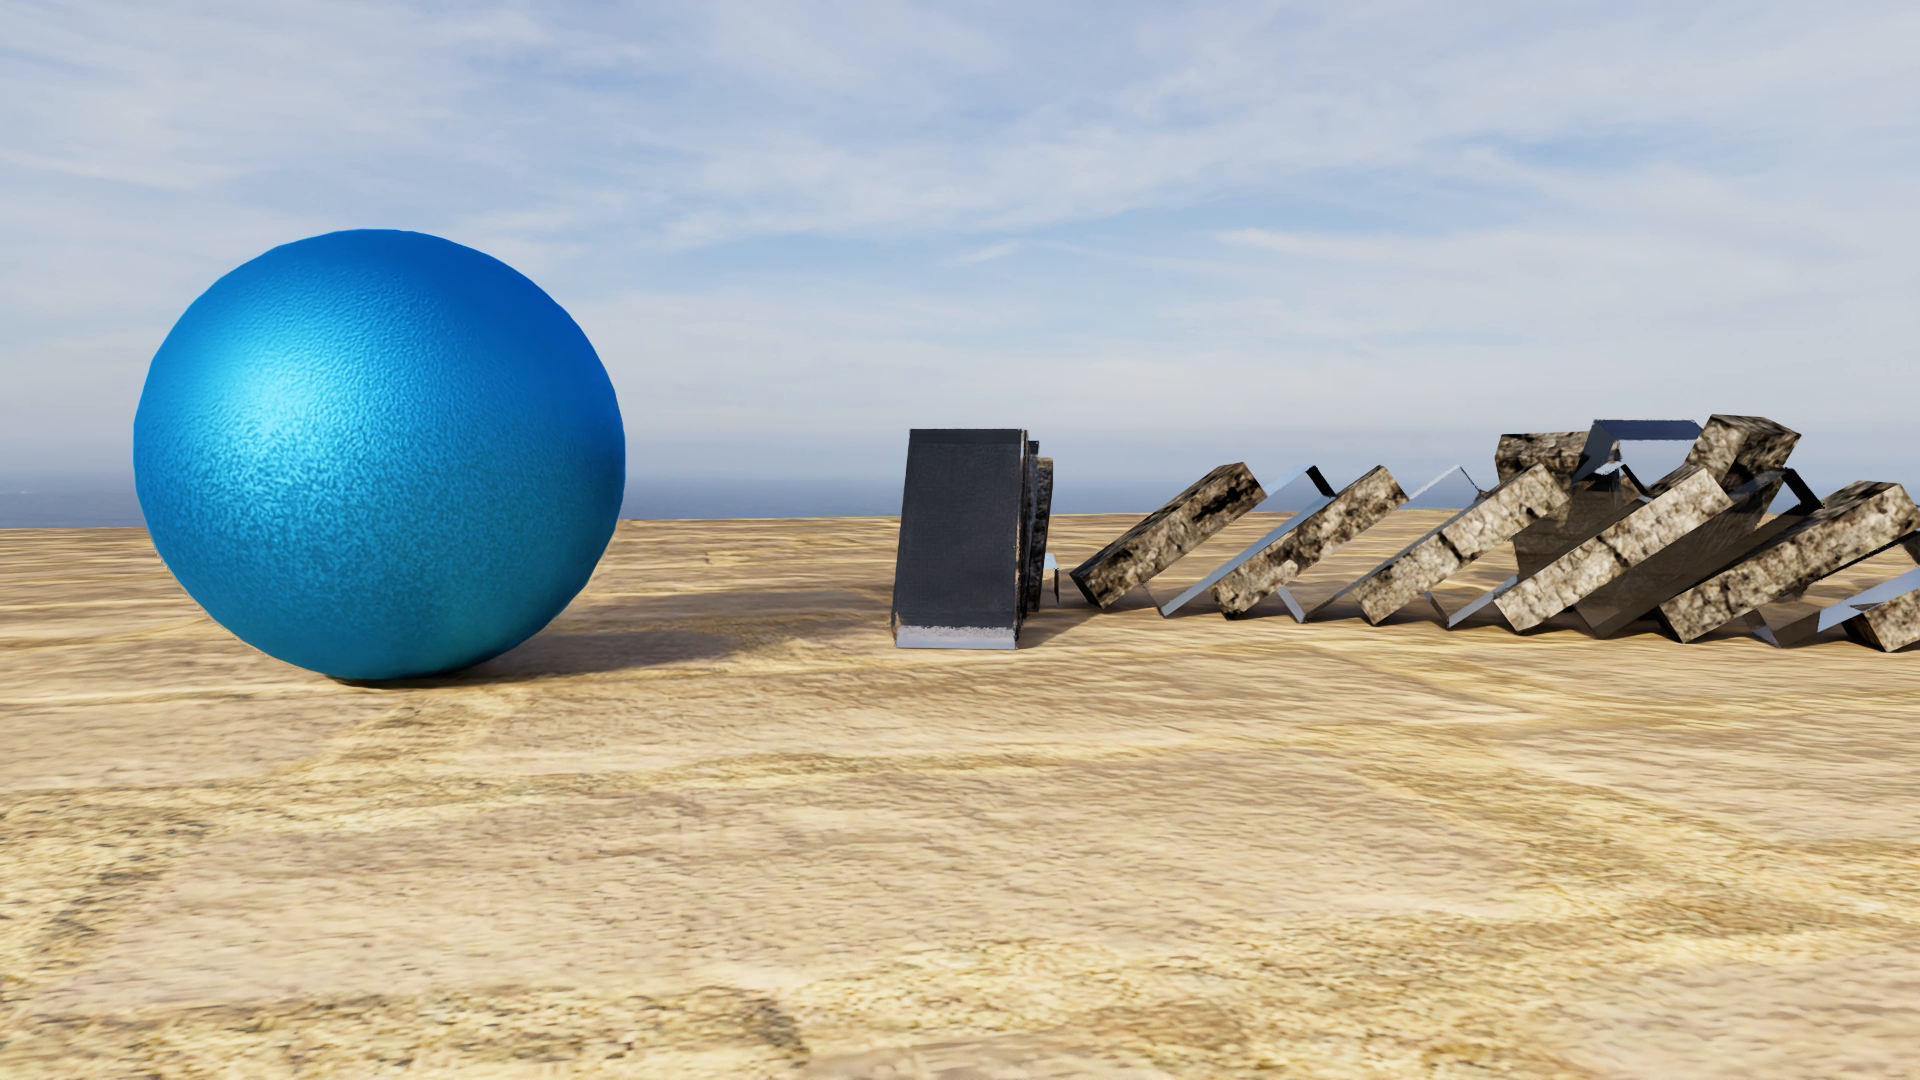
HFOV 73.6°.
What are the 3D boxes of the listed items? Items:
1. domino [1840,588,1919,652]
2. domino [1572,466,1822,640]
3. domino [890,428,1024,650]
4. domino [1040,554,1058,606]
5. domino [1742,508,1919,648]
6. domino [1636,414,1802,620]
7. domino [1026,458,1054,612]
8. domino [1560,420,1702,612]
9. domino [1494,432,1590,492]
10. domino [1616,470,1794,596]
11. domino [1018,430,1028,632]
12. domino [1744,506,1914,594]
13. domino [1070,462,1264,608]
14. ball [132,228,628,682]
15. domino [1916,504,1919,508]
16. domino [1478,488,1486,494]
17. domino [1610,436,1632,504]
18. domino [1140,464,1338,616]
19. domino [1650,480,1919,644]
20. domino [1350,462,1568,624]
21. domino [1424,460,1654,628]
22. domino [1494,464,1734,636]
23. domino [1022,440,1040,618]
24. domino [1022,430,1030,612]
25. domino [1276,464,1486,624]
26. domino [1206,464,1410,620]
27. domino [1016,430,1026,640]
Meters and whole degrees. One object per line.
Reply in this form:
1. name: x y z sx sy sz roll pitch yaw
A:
1. domino: 0.212 0.006 0.266 0.050 0.010 0.025 -30 -6 19
2. domino: 0.160 0.003 0.283 0.050 0.010 0.025 -37 -8 18
3. domino: 0.000 -0.001 0.276 0.025 0.050 0.010 0 -32 6
4. domino: 0.014 0.011 0.363 0.025 0.009 0.050 0 4 2
5. domino: 0.193 0.006 0.271 0.050 0.010 0.025 -30 -6 19
6. domino: 0.177 -0.005 0.305 0.025 0.050 0.010 -2 31 -34
7. domino: 0.010 -0.003 0.342 0.025 0.009 0.050 3 43 7
8. domino: 0.162 -0.005 0.315 0.025 0.050 0.010 0 34 -6
9. domino: 0.157 -0.005 0.334 0.025 0.050 0.009 1 43 36
10. domino: 0.212 -0.002 0.365 0.025 0.009 0.050 12 21 -49
11. domino: 0.002 -0.003 0.300 0.025 0.050 0.010 0 -32 6
12. domino: 0.240 0.003 0.362 0.009 0.025 0.050 -45 14 -8
13. domino: 0.053 -0.001 0.333 0.050 0.010 0.025 -35 2 -1
14. ball: -0.101 -0.015 0.230 0.080 0.080 0.080 0 4 0
15. domino: 0.259 0.004 0.339 0.009 0.025 0.050 -37 -13 25
16. domino: 0.175 0.000 0.377 0.050 0.009 0.025 26 12 16
17. domino: 0.167 -0.006 0.345 0.025 0.050 0.010 4 46 42
18. domino: 0.068 0.000 0.322 0.050 0.009 0.025 -35 0 5
19. domino: 0.176 0.004 0.278 0.050 0.009 0.025 -32 -7 18
20. domino: 0.117 0.000 0.302 0.050 0.010 0.025 -37 -8 19
21. domino: 0.131 0.001 0.295 0.050 0.009 0.025 -37 -8 19
22. domino: 0.145 0.002 0.289 0.050 0.010 0.025 -38 -8 20
23. domino: 0.006 -0.004 0.326 0.025 0.050 0.009 2 -38 7
24. domino: 0.003 -0.004 0.312 0.025 0.050 0.009 0 -32 6
25. domino: 0.101 0.001 0.309 0.050 0.009 0.025 -37 -8 18
26. domino: 0.085 0.000 0.315 0.050 0.010 0.025 -36 -5 15
27. domino: 0.001 -0.002 0.288 0.025 0.050 0.010 0 -32 6
